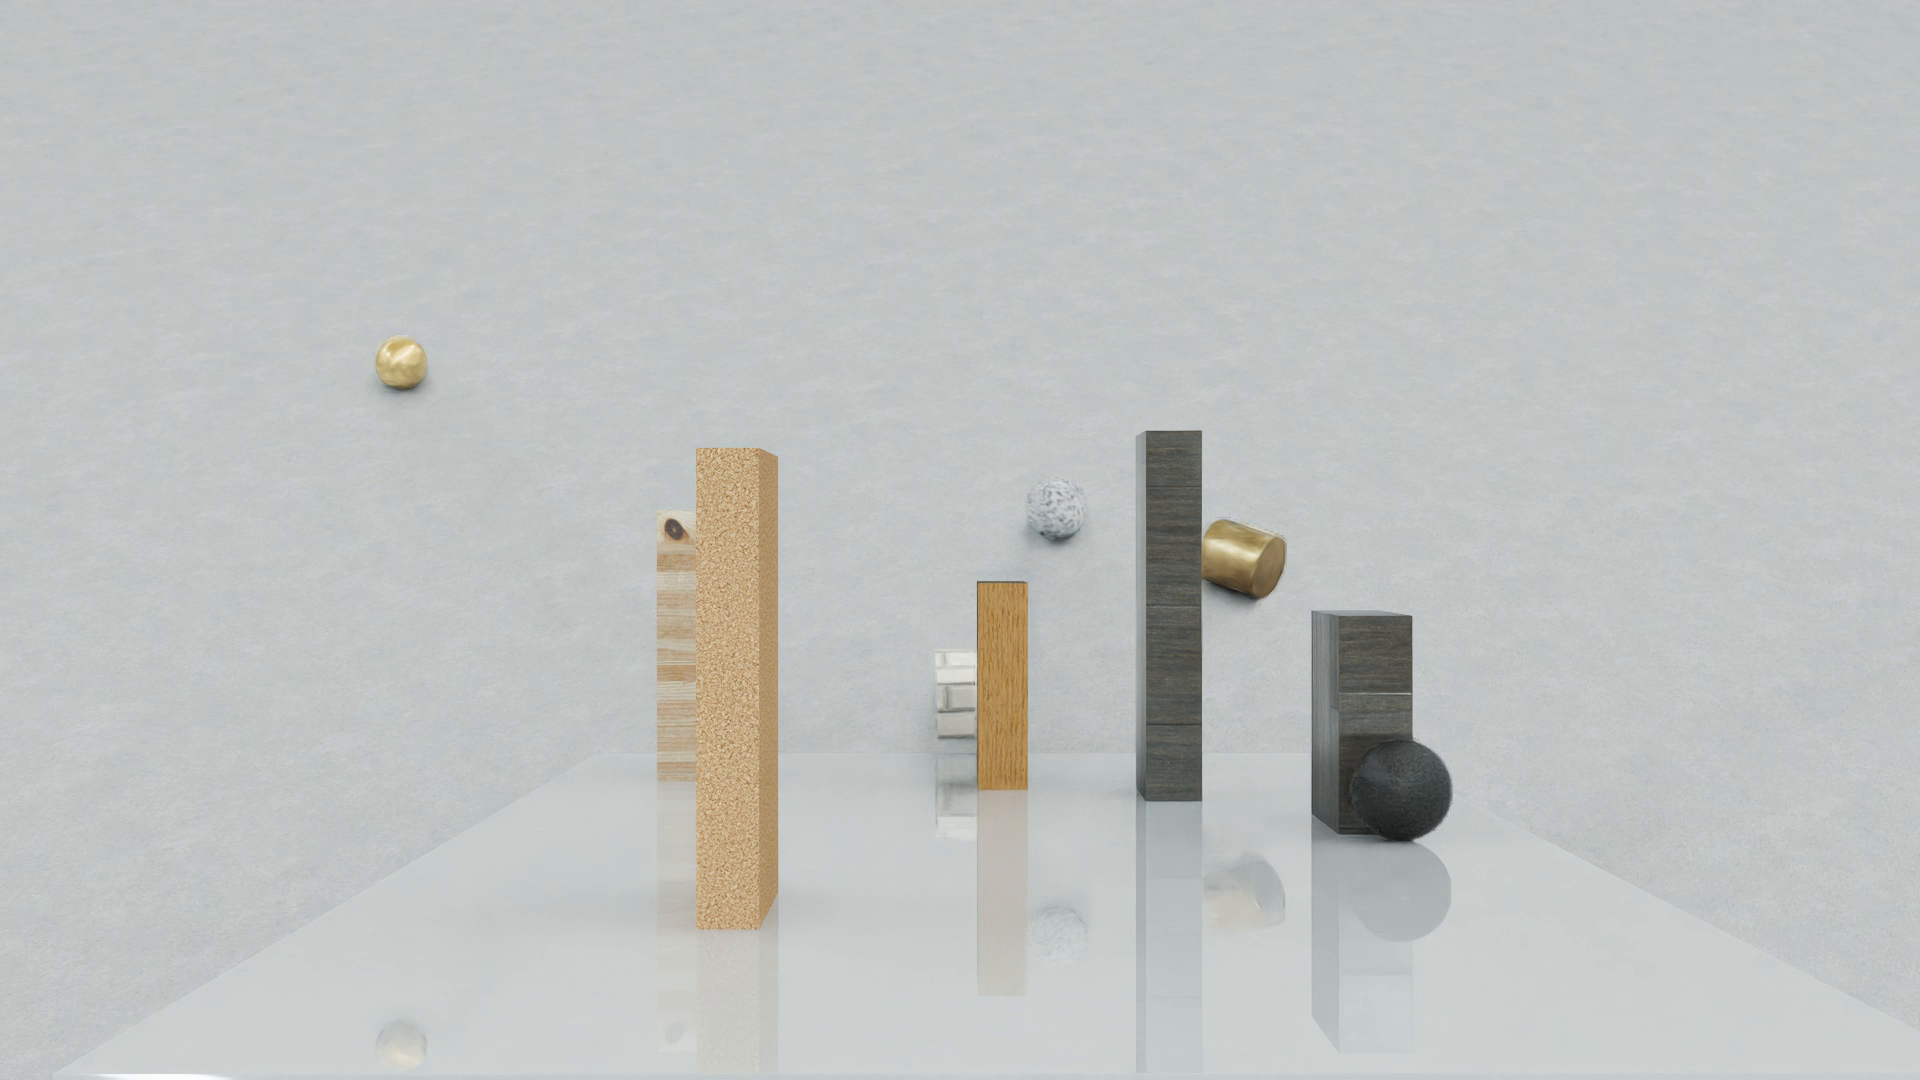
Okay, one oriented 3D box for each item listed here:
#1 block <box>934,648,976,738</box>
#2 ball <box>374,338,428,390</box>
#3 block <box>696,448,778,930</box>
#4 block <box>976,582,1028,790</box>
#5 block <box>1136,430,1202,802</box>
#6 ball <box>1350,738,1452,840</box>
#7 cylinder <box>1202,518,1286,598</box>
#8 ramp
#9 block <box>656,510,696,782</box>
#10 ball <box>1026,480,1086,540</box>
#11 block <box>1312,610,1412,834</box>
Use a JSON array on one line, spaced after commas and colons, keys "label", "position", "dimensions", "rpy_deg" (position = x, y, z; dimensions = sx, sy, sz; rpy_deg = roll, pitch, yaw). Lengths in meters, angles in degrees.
[{"label": "block", "position": [0.023, 0.408, 6.892], "dimensions": [0.172, 0.172, 0.172], "rpy_deg": [-2, 27, -3]}, {"label": "ball", "position": [-1.863, -0.589, 8.629], "dimensions": [0.173, 0.173, 0.173], "rpy_deg": [0, 30, 0]}, {"label": "block", "position": [-0.327, 0.209, 3.834], "dimensions": [0.089, 0.678, 0.385], "rpy_deg": [0, 0, 0]}, {"label": "block", "position": [0.094, 0.322, 5.827], "dimensions": [0.110, 0.453, 0.299], "rpy_deg": [0, 0, 0]}, {"label": "block", "position": [0.449, 0.159, 5.580], "dimensions": [0.118, 0.778, 0.312], "rpy_deg": [0, 0, 0]}, {"label": "ball", "position": [0.804, 0.456, 4.719], "dimensions": [0.185, 0.185, 0.185], "rpy_deg": [0, 30, 0]}, {"label": "cylinder", "position": [0.817, 0.053, 7.496], "dimensions": [0.187, 0.187, 0.187], "rpy_deg": [19, 35, 31]}, {"label": "ramp", "position": [0.067, 0.598, 4.656], "dimensions": [2.000, 0.100, 4.000], "rpy_deg": [0, 0, 0]}, {"label": "block", "position": [-0.633, 0.241, 6.024], "dimensions": [0.113, 0.616, 0.278], "rpy_deg": [0, 0, 0]}, {"label": "ball", "position": [0.290, -0.090, 7.757], "dimensions": [0.180, 0.180, 0.180], "rpy_deg": [0, 30, 0]}, {"label": "block", "position": [0.773, 0.344, 4.998], "dimensions": [0.137, 0.407, 0.375], "rpy_deg": [0, 0, 0]}]
